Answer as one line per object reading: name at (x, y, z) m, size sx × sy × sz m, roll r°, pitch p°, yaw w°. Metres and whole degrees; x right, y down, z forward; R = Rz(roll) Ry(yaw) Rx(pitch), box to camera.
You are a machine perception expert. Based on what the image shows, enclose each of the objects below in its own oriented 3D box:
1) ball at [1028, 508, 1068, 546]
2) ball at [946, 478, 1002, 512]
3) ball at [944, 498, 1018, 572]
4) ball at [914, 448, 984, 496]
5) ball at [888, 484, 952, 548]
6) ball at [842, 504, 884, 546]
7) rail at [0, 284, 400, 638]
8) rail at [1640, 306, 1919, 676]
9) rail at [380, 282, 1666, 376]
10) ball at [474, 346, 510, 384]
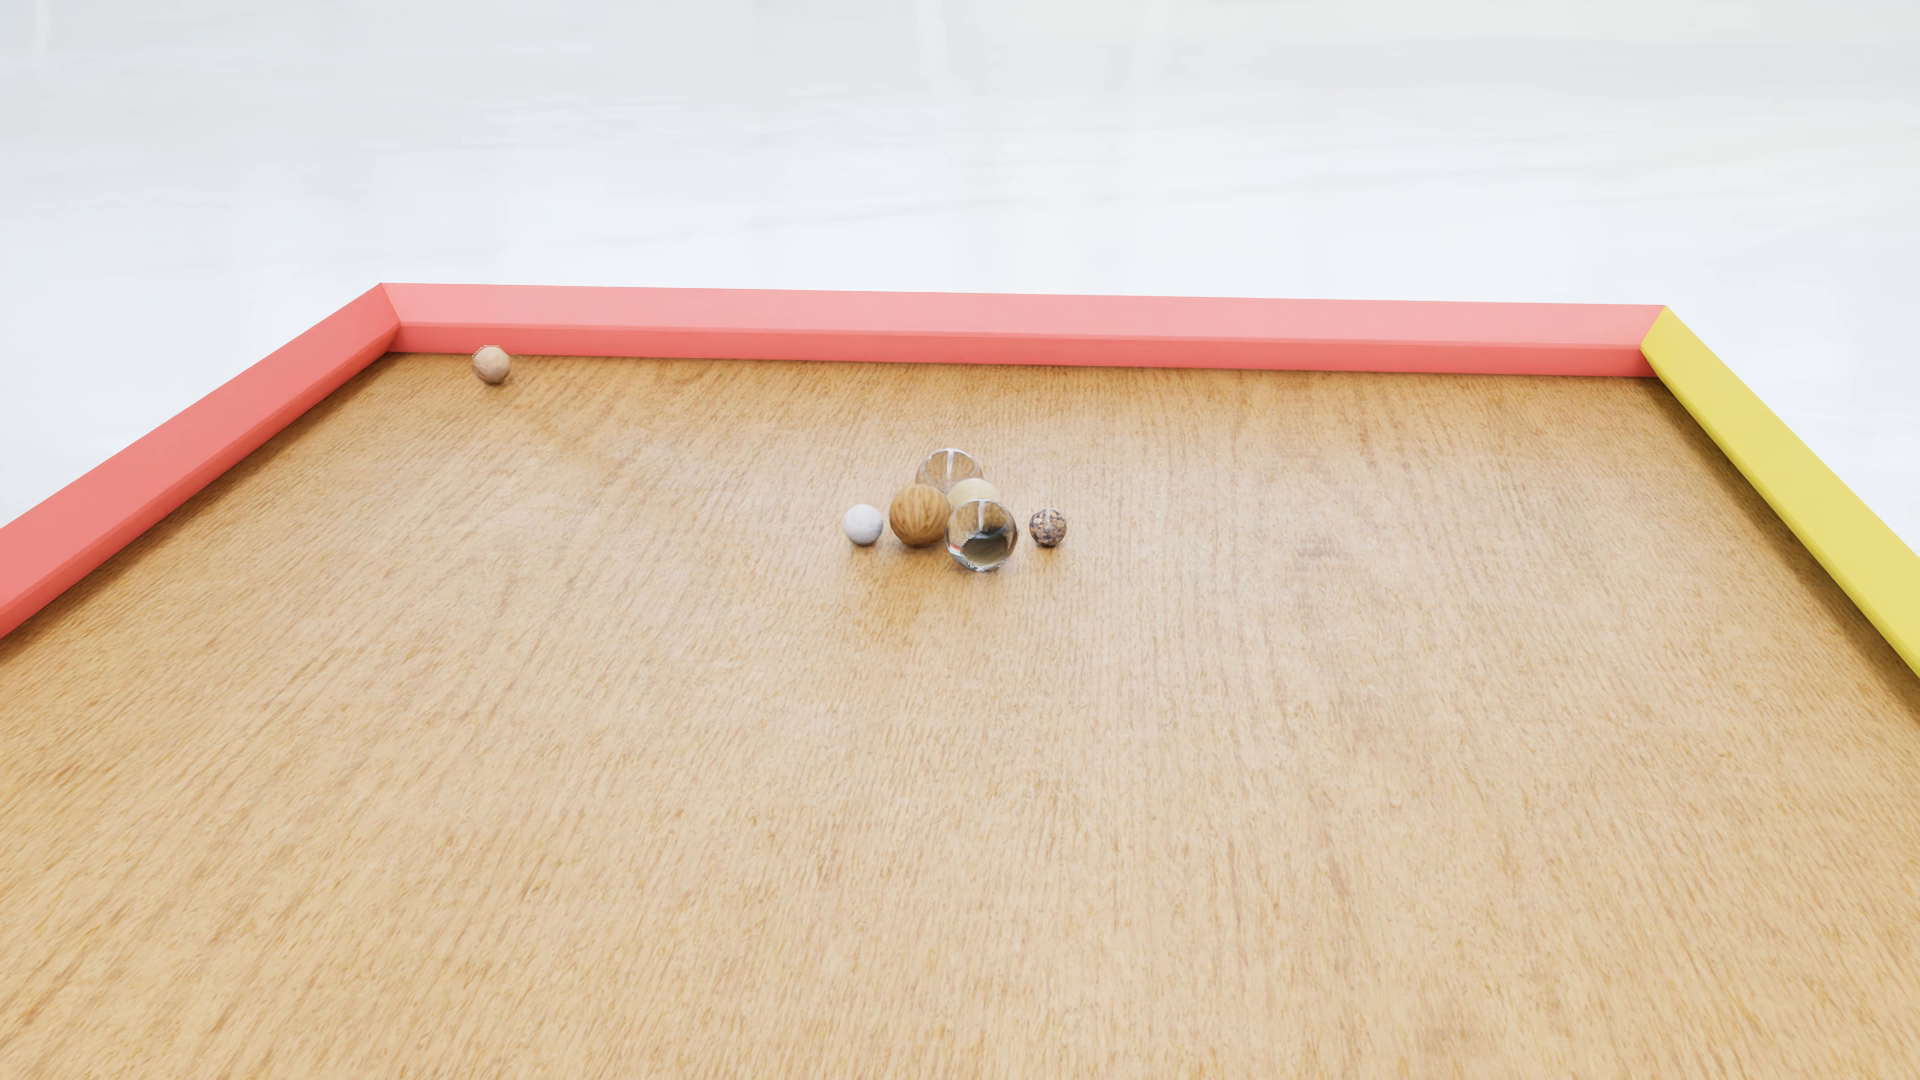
ball at (0.110, -0.017, 2.752) m, size 0.048 × 0.048 × 0.048 m, roll 0°, pitch 19°, yaw 0°
ball at (0.017, -0.041, 2.781) m, size 0.075 × 0.075 × 0.075 m, roll 0°, pitch 19°, yaw 0°
ball at (0.026, -0.006, 2.660) m, size 0.089 × 0.089 × 0.089 m, roll 0°, pitch 19°, yaw 0°
ball at (-0.014, -0.074, 2.853) m, size 0.090 × 0.090 × 0.090 m, roll 0°, pitch 19°, yaw 0°
ball at (-0.049, -0.029, 2.742) m, size 0.079 × 0.079 × 0.079 m, roll 0°, pitch 19°, yaw 0°
ball at (-0.122, -0.019, 2.755) m, size 0.051 × 0.051 × 0.051 m, roll 0°, pitch 19°, yaw 0°
rail at (-1.104, 0.276, 1.789) m, size 0.045 × 0.117 × 4.018 m, roll 1°, pitch 19°, yaw 4°
rail at (0.944, 0.329, 1.634) m, size 0.045 × 0.117 × 4.018 m, roll 1°, pitch 19°, yaw 4°
rail at (0.078, -0.339, 3.584) m, size 2.102 × 0.117 × 0.045 m, roll 1°, pitch 19°, yaw 4°
ball at (-0.745, -0.278, 3.499) m, size 0.059 × 0.059 × 0.059 m, roll 0°, pitch 19°, yaw 0°
